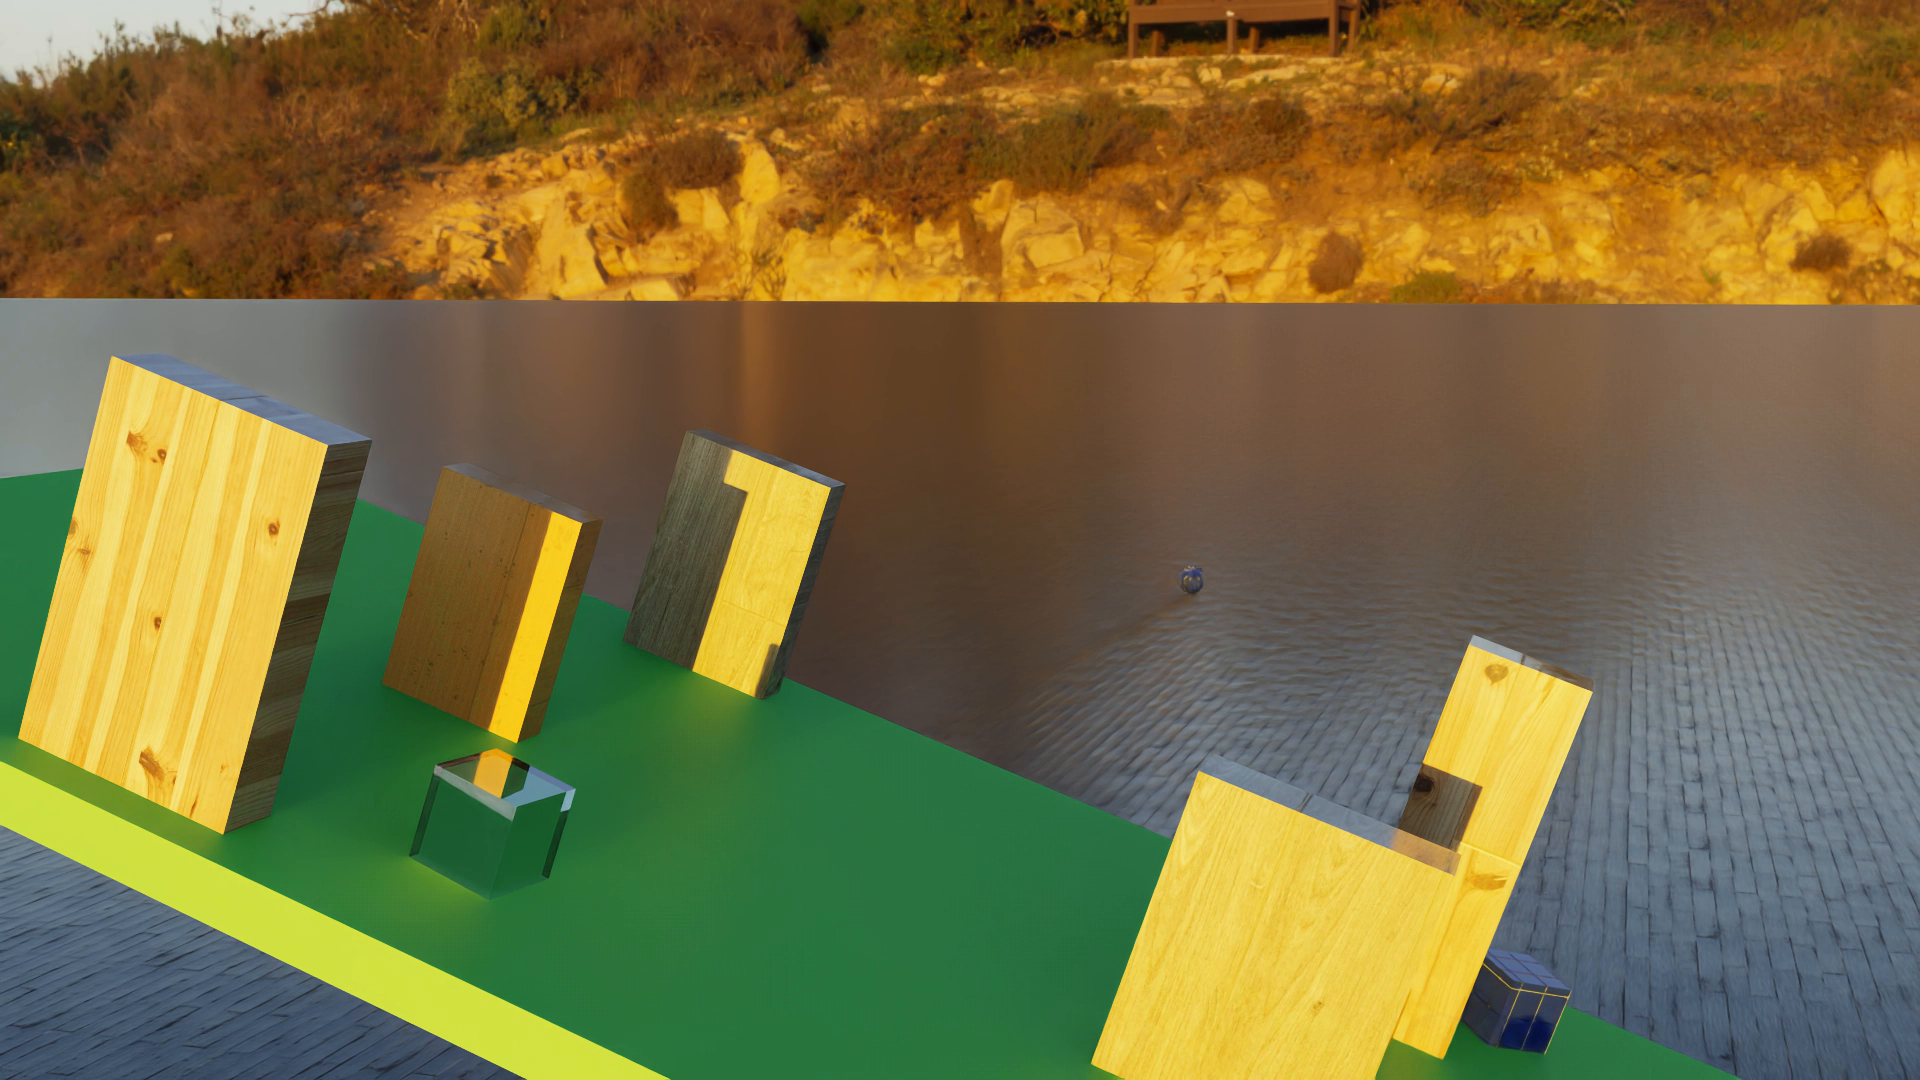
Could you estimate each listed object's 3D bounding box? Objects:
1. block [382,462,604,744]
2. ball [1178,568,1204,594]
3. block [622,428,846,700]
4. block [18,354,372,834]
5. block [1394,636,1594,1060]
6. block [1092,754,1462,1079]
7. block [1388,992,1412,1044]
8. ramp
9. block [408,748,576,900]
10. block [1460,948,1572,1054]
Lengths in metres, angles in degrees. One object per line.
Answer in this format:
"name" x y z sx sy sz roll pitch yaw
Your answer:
"block" -0.920 0.121 4.320 0.313 0.461 0.094 22 12 14
"ball" 1.349 0.238 12.816 0.146 0.146 0.146 0 7 0
"block" -0.523 0.054 5.071 0.370 0.521 0.101 22 12 14
"block" -1.235 0.082 3.539 0.407 0.662 0.125 22 12 14
"block" 0.966 0.595 4.264 0.240 0.780 0.120 22 12 14
"block" 0.525 0.704 3.679 0.440 0.547 0.137 22 12 14
"block" 0.784 0.904 4.225 0.109 0.109 0.109 24 13 23
"ramp" -0.345 0.640 4.218 4.000 0.100 2.000 22 12 14
"block" -0.779 0.472 3.670 0.169 0.169 0.169 23 13 21
"block" 1.122 0.939 4.488 0.147 0.147 0.147 13 13 -24
